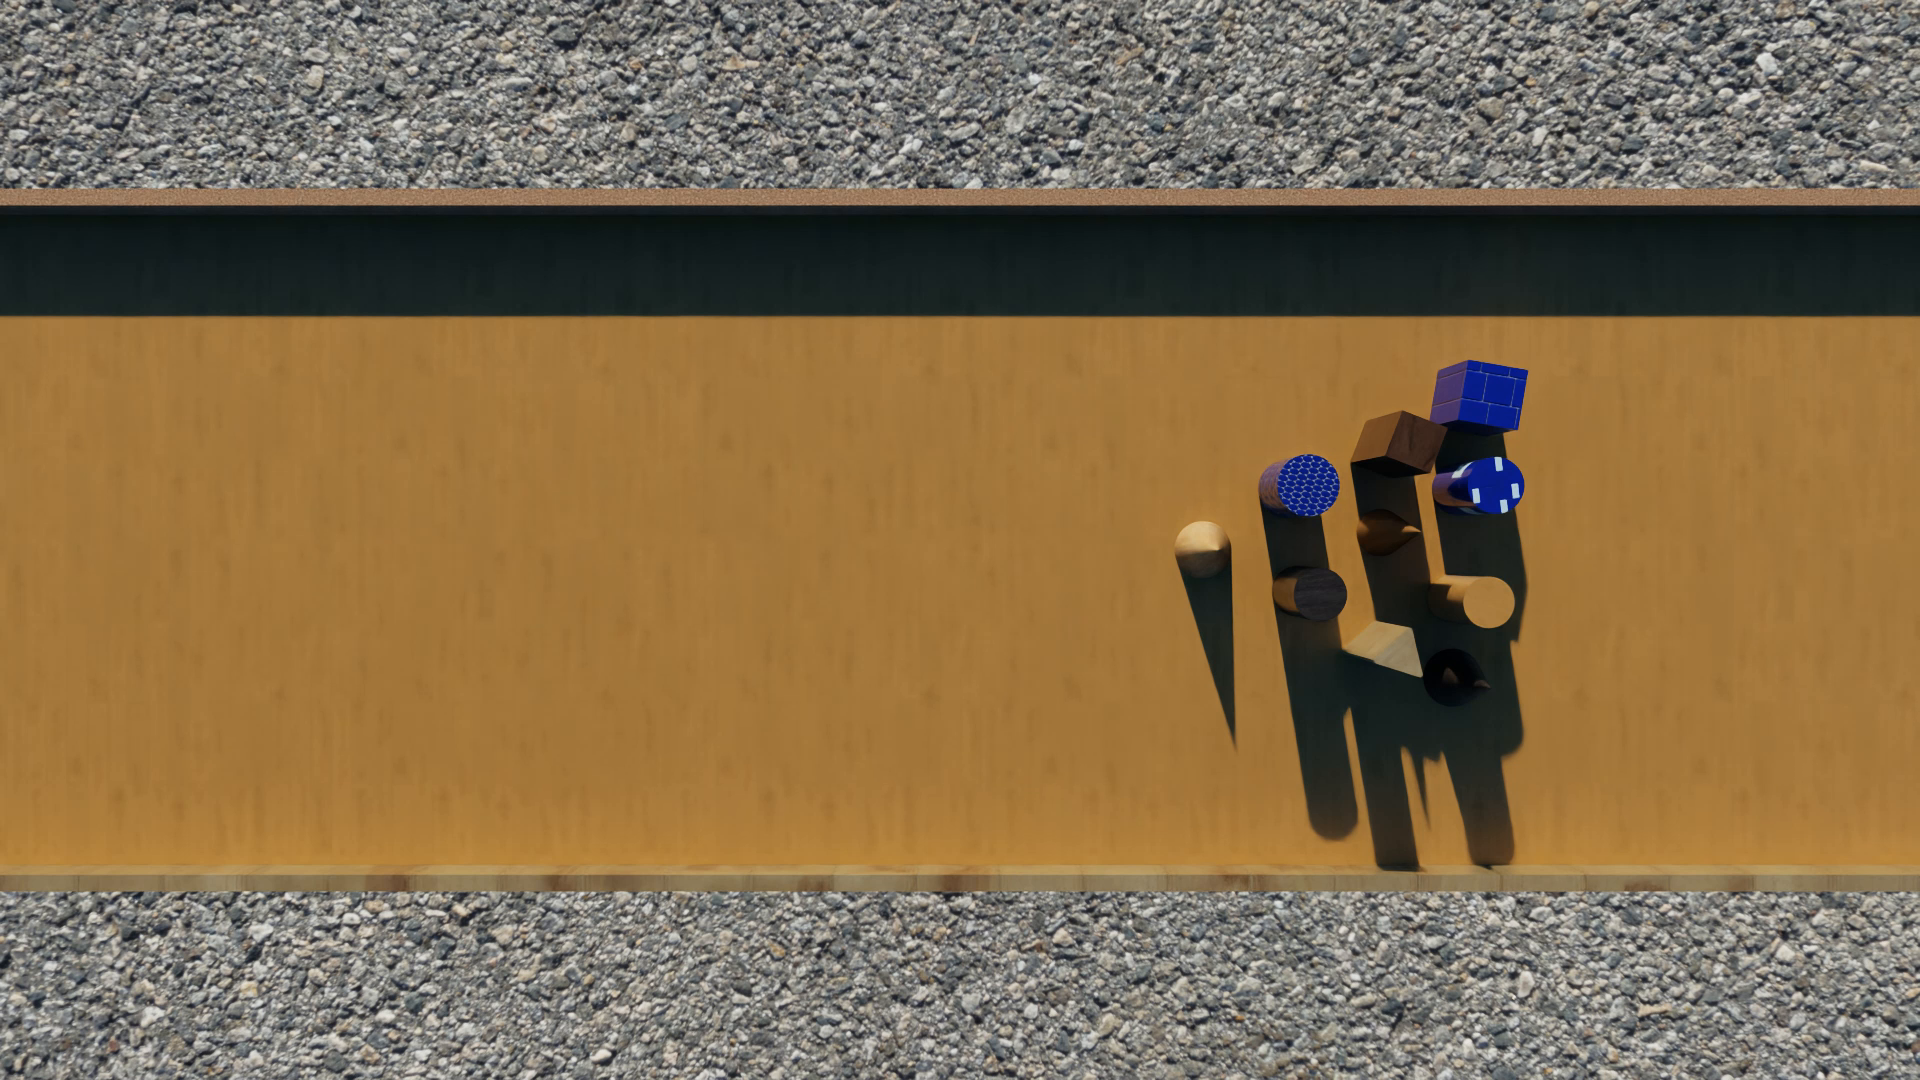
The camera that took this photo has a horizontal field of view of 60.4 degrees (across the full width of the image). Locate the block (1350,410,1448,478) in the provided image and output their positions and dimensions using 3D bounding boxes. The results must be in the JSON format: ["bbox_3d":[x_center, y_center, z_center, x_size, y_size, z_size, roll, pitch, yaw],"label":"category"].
[{"bbox_3d":[1.289,-0.278,4.867,0.138,0.420,0.138,21,90,0],"label":"block"}]

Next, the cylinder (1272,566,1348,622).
[{"bbox_3d":[1.037,0.158,4.911,0.155,0.331,0.155,0,90,0],"label":"cylinder"}]

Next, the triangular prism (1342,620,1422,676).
[{"bbox_3d":[1.260,0.307,4.876,0.142,0.401,0.123,17,90,0],"label":"triangular prism"}]

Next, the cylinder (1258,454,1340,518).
[{"bbox_3d":[1.007,-0.158,4.921,0.180,0.311,0.180,0,90,0],"label":"cylinder"}]

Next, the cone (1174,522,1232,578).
[{"bbox_3d":[0.748,0.030,4.926,0.176,0.300,0.176,0,90,0],"label":"cone"}]

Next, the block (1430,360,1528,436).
[{"bbox_3d":[1.543,-0.420,4.925,0.176,0.303,0.176,10,90,0],"label":"block"}]

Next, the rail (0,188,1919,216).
[{"bbox_3d":[-2.247,-1.025,5.002,12.000,0.150,0.050,0,90,0],"label":"rail"}]

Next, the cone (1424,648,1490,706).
[{"bbox_3d":[1.515,0.424,4.890,0.179,0.373,0.179,0,90,0],"label":"cone"}]

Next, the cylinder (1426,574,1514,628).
[{"bbox_3d":[1.510,0.178,4.892,0.147,0.369,0.147,0,90,0],"label":"cylinder"}]

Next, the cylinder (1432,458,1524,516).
[{"bbox_3d":[1.533,-0.156,4.897,0.162,0.359,0.162,0,90,0],"label":"cylinder"}]

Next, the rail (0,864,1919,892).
[{"bbox_3d":[-2.247,1.025,5.001,12.000,0.150,0.050,0,90,0],"label":"rail"}]

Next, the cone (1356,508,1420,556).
[{"bbox_3d":[1.294,-0.023,4.851,0.147,0.451,0.147,0,90,0],"label":"cone"}]
